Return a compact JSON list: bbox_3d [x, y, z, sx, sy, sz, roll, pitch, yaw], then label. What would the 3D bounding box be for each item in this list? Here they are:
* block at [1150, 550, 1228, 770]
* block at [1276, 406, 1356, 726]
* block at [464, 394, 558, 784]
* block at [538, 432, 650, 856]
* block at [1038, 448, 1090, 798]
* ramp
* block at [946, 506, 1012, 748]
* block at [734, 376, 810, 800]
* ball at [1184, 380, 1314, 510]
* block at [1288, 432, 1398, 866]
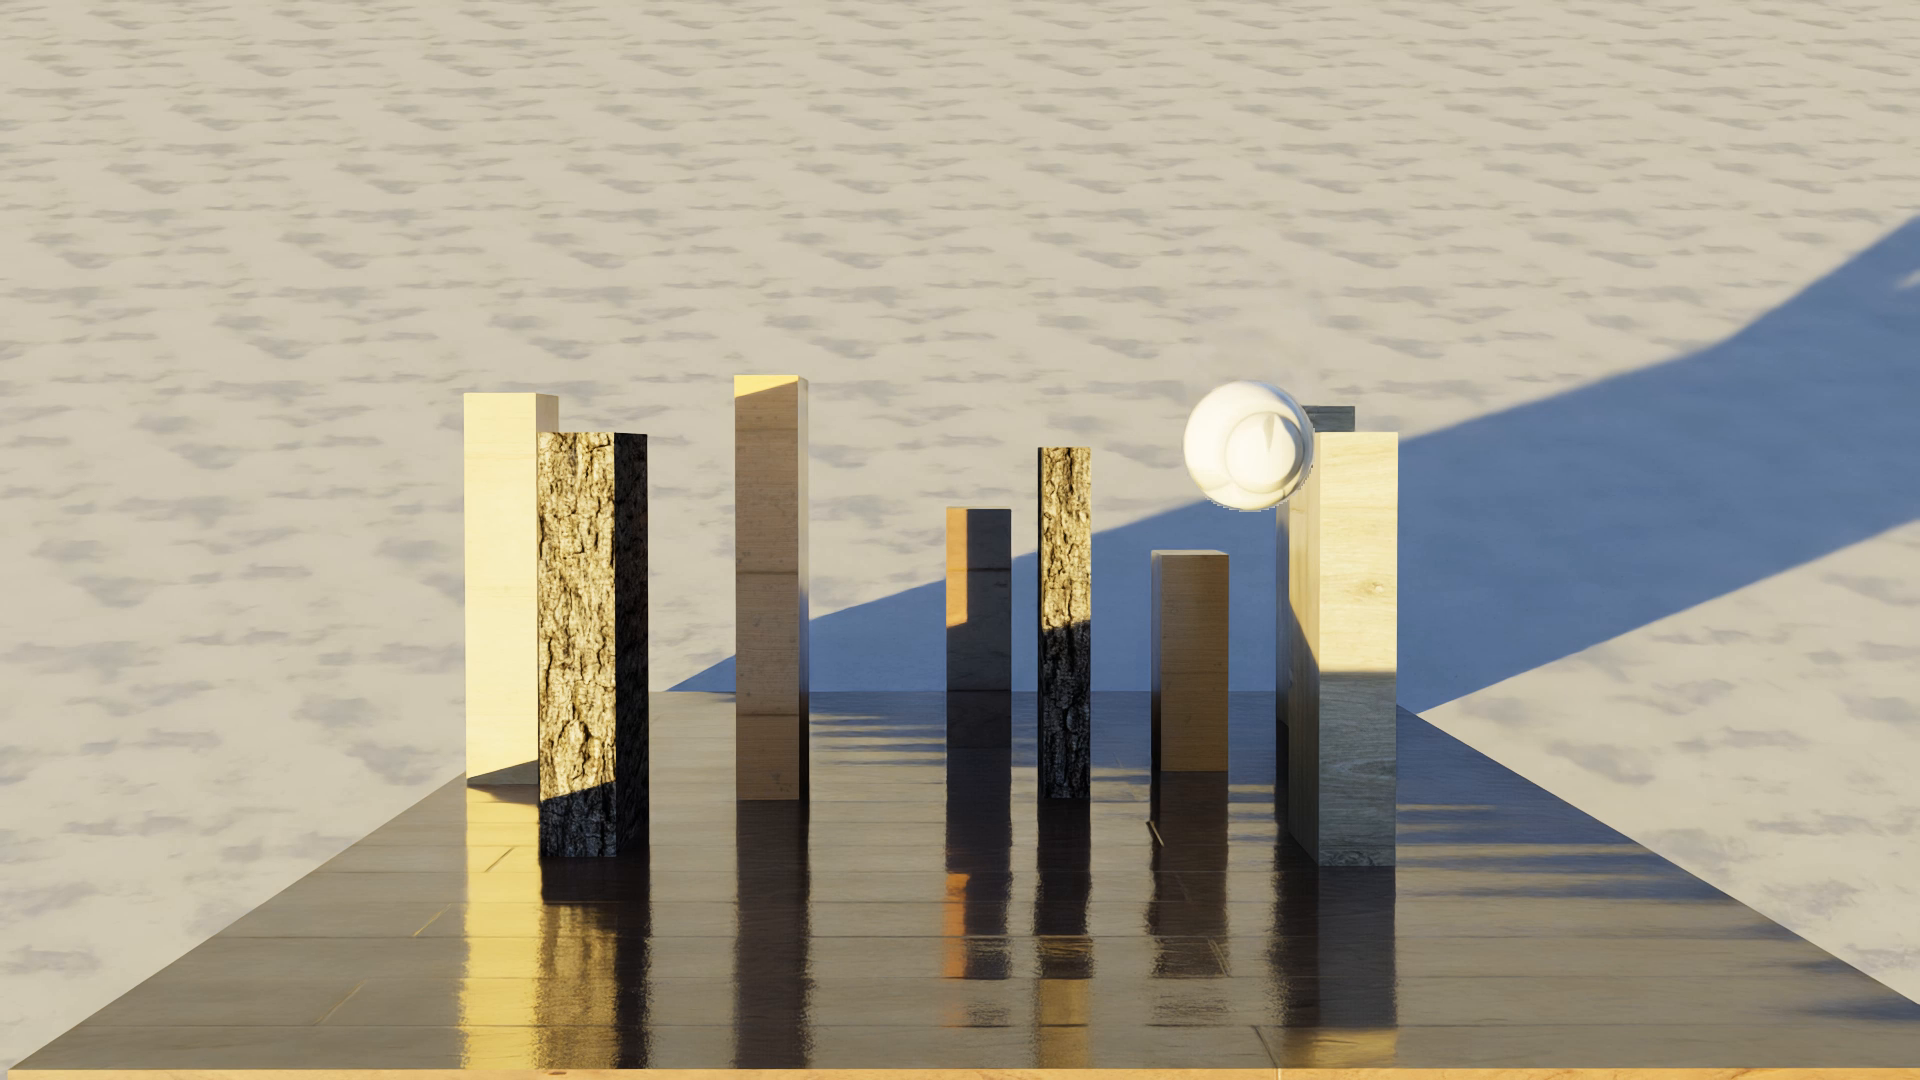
[{"bbox_3d":[0.447,0.230,5.038,0.129,0.413,0.257,0,2,0],"label":"block"},{"bbox_3d":[0.787,0.059,5.727,0.120,0.706,0.387,0,2,0],"label":"block"},{"bbox_3d":[-0.841,0.085,4.856,0.131,0.717,0.274,0,2,0],"label":"block"},{"bbox_3d":[-0.576,0.151,4.083,0.114,0.639,0.420,0,2,0],"label":"block"},{"bbox_3d":[0.188,0.140,4.698,0.083,0.617,0.340,0,2,0],"label":"block"},{"bbox_3d":[0.056,0.504,4.548,2.000,0.100,4.000,0,2,0],"label":"ramp"},{"bbox_3d":[0.039,0.177,5.426,0.133,0.492,0.263,0,2,0],"label":"block"},{"bbox_3d":[-0.338,0.079,4.660,0.110,0.742,0.313,0,2,0],"label":"block"},{"bbox_3d":[0.289,-0.096,2.583,0.130,0.130,0.130,0,24,0],"label":"ball"},{"bbox_3d":[0.584,0.155,3.955,0.113,0.638,0.345,0,2,0],"label":"block"}]
